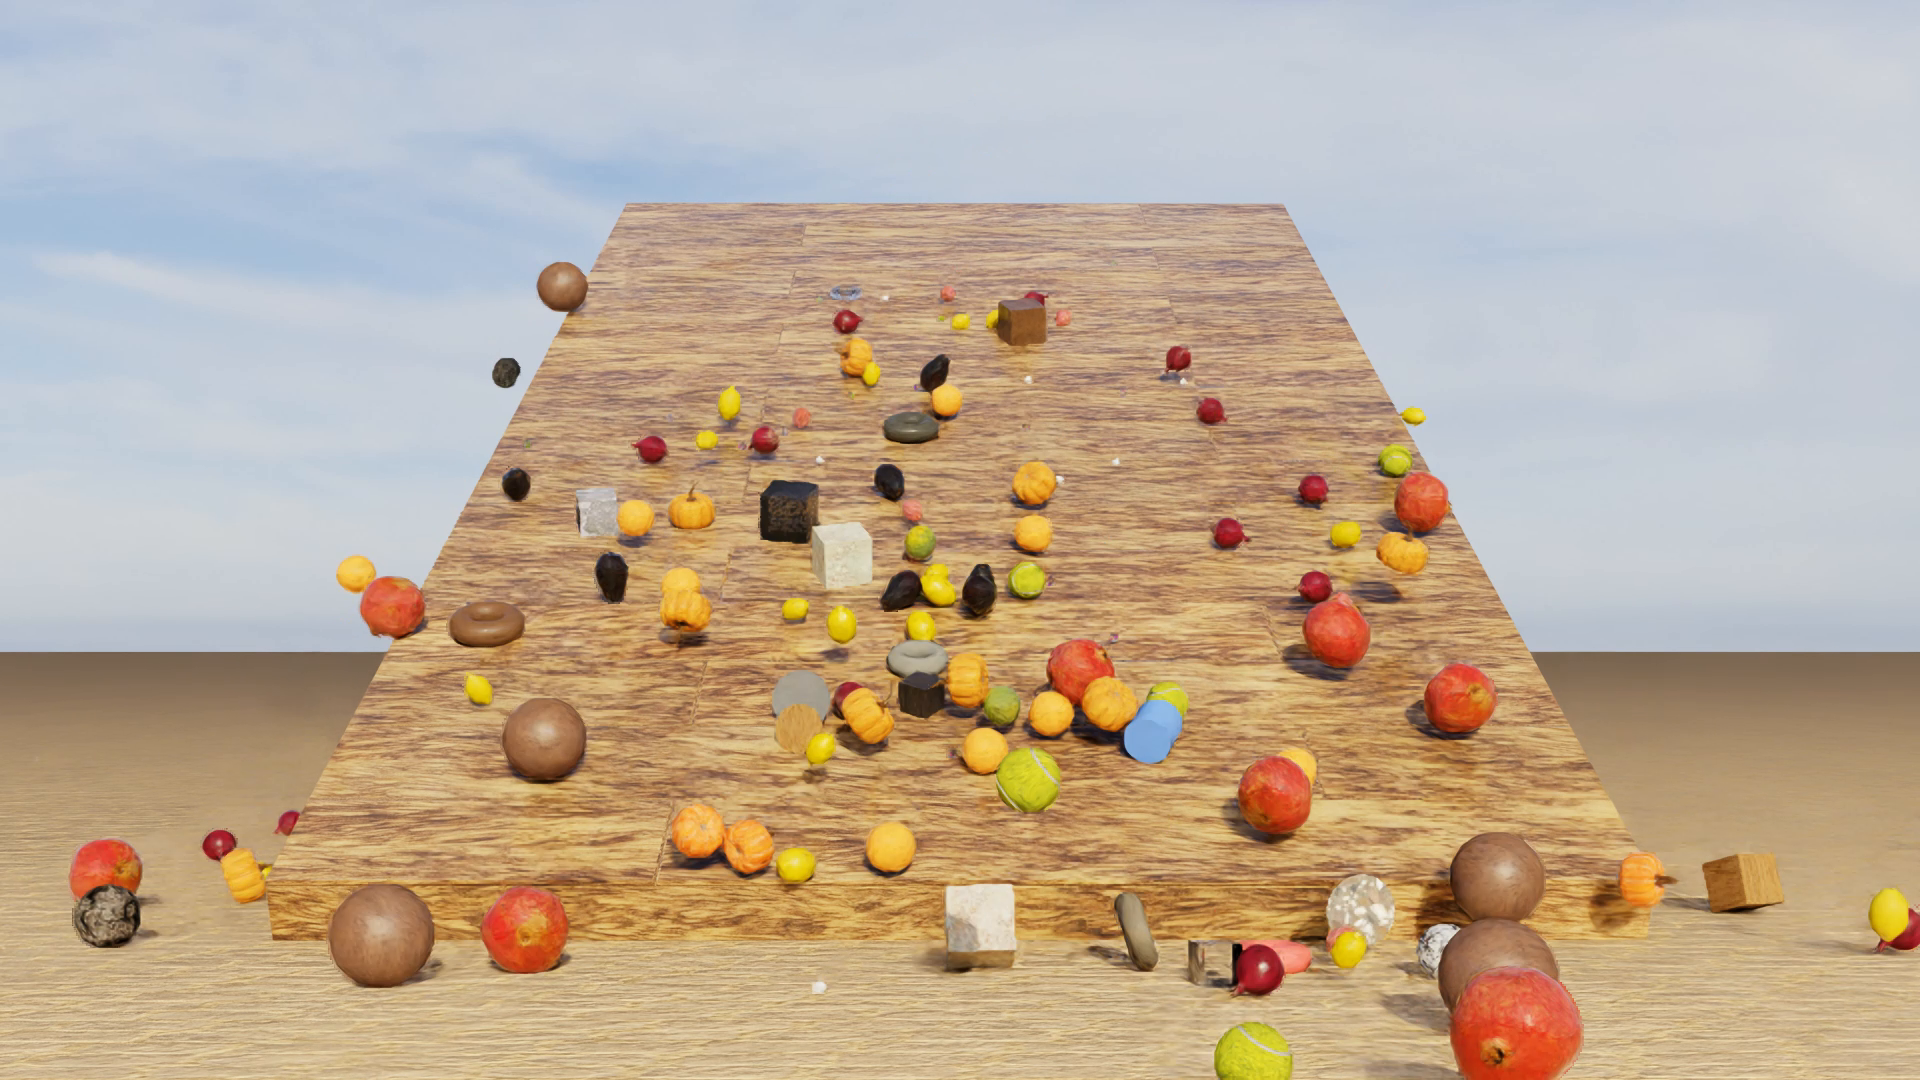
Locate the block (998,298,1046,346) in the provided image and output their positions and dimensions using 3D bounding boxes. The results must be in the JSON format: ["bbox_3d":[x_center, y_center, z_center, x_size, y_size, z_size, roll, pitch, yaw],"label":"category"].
[{"bbox_3d":[0.153,-0.541,5.705,0.091,0.091,0.091,-8,24,-19],"label":"block"}]

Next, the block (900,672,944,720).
[{"bbox_3d":[-0.063,0.257,3.809,0.054,0.054,0.054,14,26,31],"label":"block"}]

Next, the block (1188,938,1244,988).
[{"bbox_3d":[0.323,0.536,2.912,0.053,0.053,0.053,1,-3,-17],"label":"block"}]

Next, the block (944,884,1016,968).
[{"bbox_3d":[0.026,0.510,3.039,0.088,0.088,0.088,-1,-24,-2],"label":"block"}]

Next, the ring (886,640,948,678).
[{"bbox_3d":[-0.073,0.205,3.959,0.106,0.035,0.106,0,24,0],"label":"ring"}]

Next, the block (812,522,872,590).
[{"bbox_3d":[-0.221,0.028,4.316,0.091,0.091,0.091,-7,23,-17],"label":"block"}]

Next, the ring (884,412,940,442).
[{"bbox_3d":[-0.106,-0.248,5.056,0.125,0.042,0.125,0,21,0],"label":"ring"}]

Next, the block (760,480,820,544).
[{"bbox_3d":[-0.334,-0.055,4.518,0.092,0.092,0.092,5,23,11],"label":"block"}]

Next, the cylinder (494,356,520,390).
[{"bbox_3d":[-1.090,-0.402,5.526,0.060,0.060,0.060,1,29,-13],"label":"cylinder"}]

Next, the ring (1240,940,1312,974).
[{"bbox_3d":[0.409,0.550,3.038,0.110,0.037,0.110,1,-3,0],"label":"ring"}]

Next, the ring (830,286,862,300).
[{"bbox_3d":[-0.300,-0.650,6.056,0.083,0.028,0.083,1,21,0],"label":"ring"}]

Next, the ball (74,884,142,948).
[{"bbox_3d":[-1.209,0.534,3.264,0.089,0.089,0.089,0,-3,0],"label":"ball"}]

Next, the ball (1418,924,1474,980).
[{"bbox_3d":[0.623,0.529,2.955,0.072,0.072,0.072,0,-3,0],"label":"ball"}]

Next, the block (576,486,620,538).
[{"bbox_3d":[-0.716,-0.054,4.538,0.074,0.074,0.074,-6,23,-14],"label":"block"}]

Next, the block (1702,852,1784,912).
[{"bbox_3d":[1.253,0.548,3.681,0.080,0.080,0.080,2,-18,-26],"label":"block"}]

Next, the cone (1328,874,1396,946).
[{"bbox_3d":[0.543,0.511,3.215,0.099,0.099,0.099,0,-1,-11],"label":"cone"}]

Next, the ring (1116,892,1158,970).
[{"bbox_3d":[0.233,0.516,3.037,0.035,0.106,0.106,-18,-3,1],"label":"ring"}]

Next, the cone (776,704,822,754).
[{"bbox_3d":[-0.246,0.305,3.714,0.080,0.080,0.080,-1,-5,16],"label":"cone"}]

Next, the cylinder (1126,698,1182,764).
[{"bbox_3d":[0.308,0.304,3.664,0.077,0.077,0.077,-1,26,17],"label":"cylinder"}]

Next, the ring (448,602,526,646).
[{"bbox_3d":[-0.839,0.148,4.082,0.134,0.045,0.134,1,23,-1],"label":"ring"}]

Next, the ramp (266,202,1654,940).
[{"bbox_3d":[-0.007,-0.222,5.180,2.000,0.100,4.000,0,22,0],"label":"ramp"}]
